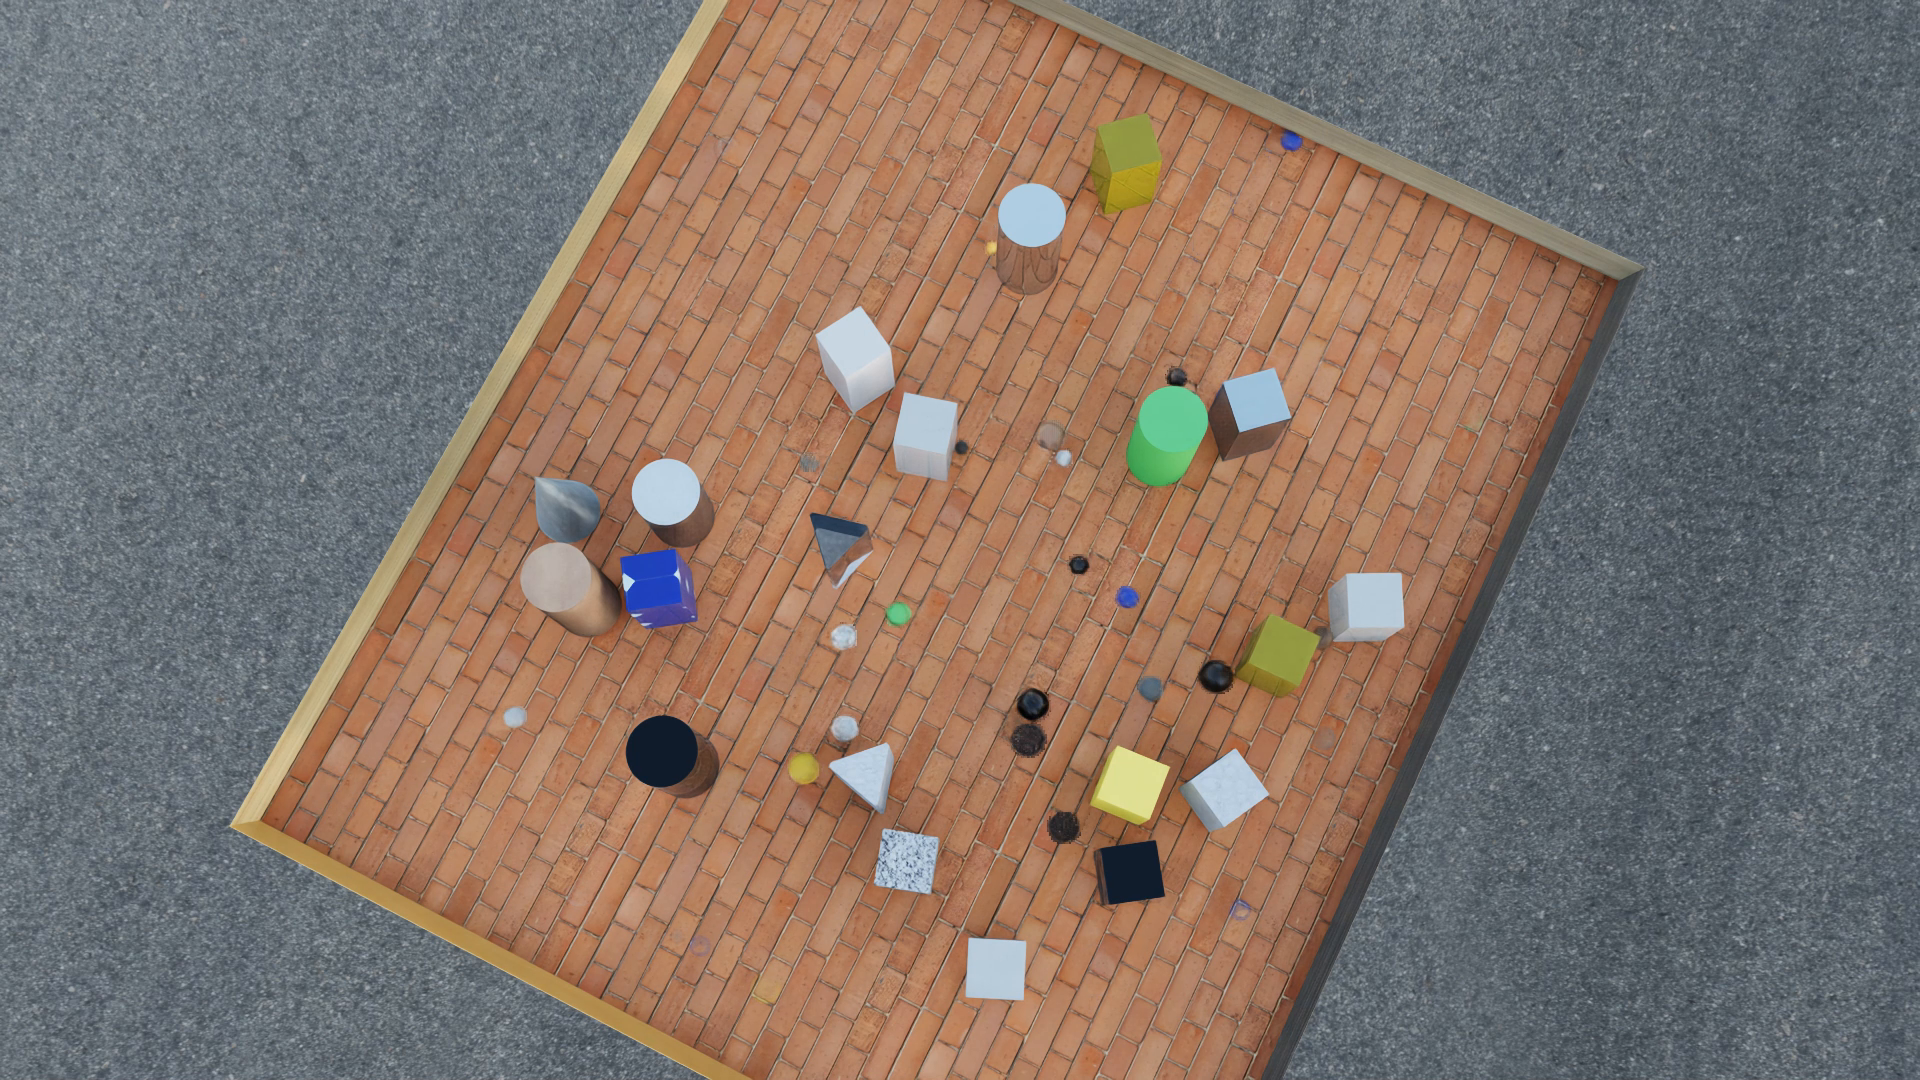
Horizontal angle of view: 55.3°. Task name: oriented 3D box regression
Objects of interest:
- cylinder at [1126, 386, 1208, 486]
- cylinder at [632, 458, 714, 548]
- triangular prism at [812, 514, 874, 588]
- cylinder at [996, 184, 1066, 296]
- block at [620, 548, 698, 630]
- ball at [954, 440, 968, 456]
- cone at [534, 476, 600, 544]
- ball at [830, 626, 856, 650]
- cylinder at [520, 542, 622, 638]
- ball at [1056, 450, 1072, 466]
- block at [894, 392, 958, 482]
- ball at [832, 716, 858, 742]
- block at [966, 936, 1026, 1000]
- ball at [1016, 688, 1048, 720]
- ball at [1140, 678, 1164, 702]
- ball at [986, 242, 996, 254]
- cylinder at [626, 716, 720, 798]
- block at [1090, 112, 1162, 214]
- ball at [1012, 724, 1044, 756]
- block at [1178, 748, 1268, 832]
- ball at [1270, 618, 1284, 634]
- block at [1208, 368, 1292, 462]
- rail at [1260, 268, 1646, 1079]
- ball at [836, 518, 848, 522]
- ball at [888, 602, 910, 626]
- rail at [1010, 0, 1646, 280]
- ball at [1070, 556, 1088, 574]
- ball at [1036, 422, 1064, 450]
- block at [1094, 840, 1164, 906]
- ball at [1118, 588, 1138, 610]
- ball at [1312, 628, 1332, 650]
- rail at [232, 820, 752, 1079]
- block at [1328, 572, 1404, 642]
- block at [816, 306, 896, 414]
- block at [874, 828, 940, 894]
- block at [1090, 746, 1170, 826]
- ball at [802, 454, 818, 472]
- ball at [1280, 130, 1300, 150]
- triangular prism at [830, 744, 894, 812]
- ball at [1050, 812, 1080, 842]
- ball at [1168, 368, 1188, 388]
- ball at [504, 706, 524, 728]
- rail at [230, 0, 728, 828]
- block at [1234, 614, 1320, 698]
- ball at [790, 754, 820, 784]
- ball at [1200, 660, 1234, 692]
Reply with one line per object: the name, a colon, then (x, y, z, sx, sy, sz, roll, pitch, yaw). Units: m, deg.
cylinder: (0.613, -0.304, 5.465, 0.198, 0.420, 0.198, 0, 78, 0)
cylinder: (-0.852, -0.106, 5.470, 0.198, 0.330, 0.198, 0, 78, 0)
triangular prism: (-0.378, 0.006, 5.450, 0.148, 0.323, 0.171, 43, 81, 8)
cylinder: (0.212, -0.911, 5.588, 0.198, 0.424, 0.198, 0, 78, 0)
block: (-0.885, 0.148, 5.414, 0.158, 0.336, 0.158, -9, 78, -2)
ball: (0.004, -0.283, 5.653, 0.044, 0.044, 0.044, 0, 78, 0)
cone: (-1.204, -0.133, 5.411, 0.198, 0.457, 0.198, 0, 78, 0)
ball: (-0.351, 0.293, 5.518, 0.075, 0.075, 0.075, 0, 78, 0)
cylinder: (-1.129, 0.151, 5.346, 0.198, 0.468, 0.198, 0, 78, 0)
ball: (0.320, -0.253, 5.643, 0.050, 0.050, 0.050, 0, 78, 0)
block: (-0.101, -0.306, 5.508, 0.158, 0.337, 0.158, 12, 79, 2)
ball: (-0.343, 0.562, 5.460, 0.079, 0.079, 0.079, 0, 78, 0)
block: (0.099, 1.213, 5.198, 0.158, 0.327, 0.158, 3, 78, 1)
ball: (0.218, 0.491, 5.466, 0.095, 0.095, 0.095, 0, 78, 0)
ball: (0.574, 0.448, 5.487, 0.073, 0.073, 0.073, 0, 78, 0)
ball: (0.103, -0.923, 5.786, 0.042, 0.042, 0.042, 0, 78, 0)
cylinder: (-0.818, 0.626, 5.250, 0.198, 0.463, 0.198, 0, 78, 0)
block: (0.512, -1.163, 5.686, 0.158, 0.336, 0.158, -15, 79, -3)
ball: (0.202, 0.594, 5.444, 0.098, 0.098, 0.098, 0, 78, 0)
block: (0.759, 0.728, 5.306, 0.158, 0.313, 0.158, -35, 80, -7)
ball: (0.959, 0.259, 5.540, 0.045, 0.045, 0.045, 0, 78, 0)
block: (0.866, -0.373, 5.513, 0.158, 0.354, 0.158, -16, 79, -3)
rail: (1.333, 0.659, 5.413, 0.045, 0.129, 3.423, 26, 80, 5)
ball: (-0.363, -0.037, 5.593, 0.062, 0.062, 0.062, 0, 78, 0)
ball: (-0.184, 0.224, 5.534, 0.071, 0.071, 0.071, 0, 78, 0)
rail: (0.755, -1.471, 5.855, 3.027, 0.129, 0.045, 26, 80, 5)
ball: (0.362, 0.077, 5.571, 0.058, 0.058, 0.058, 0, 78, 0)
ball: (0.276, -0.319, 5.637, 0.090, 0.090, 0.090, 0, 78, 0)
block: (0.483, 0.959, 5.270, 0.158, 0.290, 0.158, -8, 78, -2)
ball: (0.509, 0.178, 5.547, 0.064, 0.064, 0.064, 0, 78, 0)
ball: (1.089, 0.297, 5.521, 0.068, 0.068, 0.068, 0, 78, 0)
rail: (-0.755, 1.485, 5.242, 3.027, 0.129, 0.045, 26, 80, 5)
block: (1.201, 0.202, 5.433, 0.158, 0.278, 0.158, -1, 78, 0)
block: (-0.312, -0.539, 5.532, 0.158, 0.384, 0.158, -34, 80, -7)
block: (-0.151, 0.931, 5.289, 0.158, 0.264, 0.158, 9, 78, 2)
block: (0.488, 0.714, 5.307, 0.158, 0.318, 0.158, 22, 79, 4)
ball: (-0.461, -0.238, 5.639, 0.052, 0.052, 0.052, 0, 78, 0)
ball: (1.054, -1.275, 5.848, 0.063, 0.063, 0.063, 0, 78, 0)
triangular prism: (-0.247, 0.662, 5.259, 0.171, 0.433, 0.148, 40, 81, 8)
ball: (0.308, 0.844, 5.396, 0.089, 0.089, 0.089, 0, 78, 0)
ball: (0.676, -0.503, 5.690, 0.061, 0.061, 0.061, 0, 78, 0)
ball: (-1.332, 0.529, 5.476, 0.062, 0.062, 0.062, 0, 78, 0)
rail: (-1.333, -0.646, 5.684, 0.045, 0.129, 3.423, 26, 80, 5)
block: (0.929, 0.344, 5.391, 0.158, 0.302, 0.158, 25, 79, 5)
ball: (-0.460, 0.679, 5.430, 0.090, 0.090, 0.090, 0, 78, 0)
ball: (0.767, 0.408, 5.482, 0.099, 0.099, 0.099, 0, 78, 0)
